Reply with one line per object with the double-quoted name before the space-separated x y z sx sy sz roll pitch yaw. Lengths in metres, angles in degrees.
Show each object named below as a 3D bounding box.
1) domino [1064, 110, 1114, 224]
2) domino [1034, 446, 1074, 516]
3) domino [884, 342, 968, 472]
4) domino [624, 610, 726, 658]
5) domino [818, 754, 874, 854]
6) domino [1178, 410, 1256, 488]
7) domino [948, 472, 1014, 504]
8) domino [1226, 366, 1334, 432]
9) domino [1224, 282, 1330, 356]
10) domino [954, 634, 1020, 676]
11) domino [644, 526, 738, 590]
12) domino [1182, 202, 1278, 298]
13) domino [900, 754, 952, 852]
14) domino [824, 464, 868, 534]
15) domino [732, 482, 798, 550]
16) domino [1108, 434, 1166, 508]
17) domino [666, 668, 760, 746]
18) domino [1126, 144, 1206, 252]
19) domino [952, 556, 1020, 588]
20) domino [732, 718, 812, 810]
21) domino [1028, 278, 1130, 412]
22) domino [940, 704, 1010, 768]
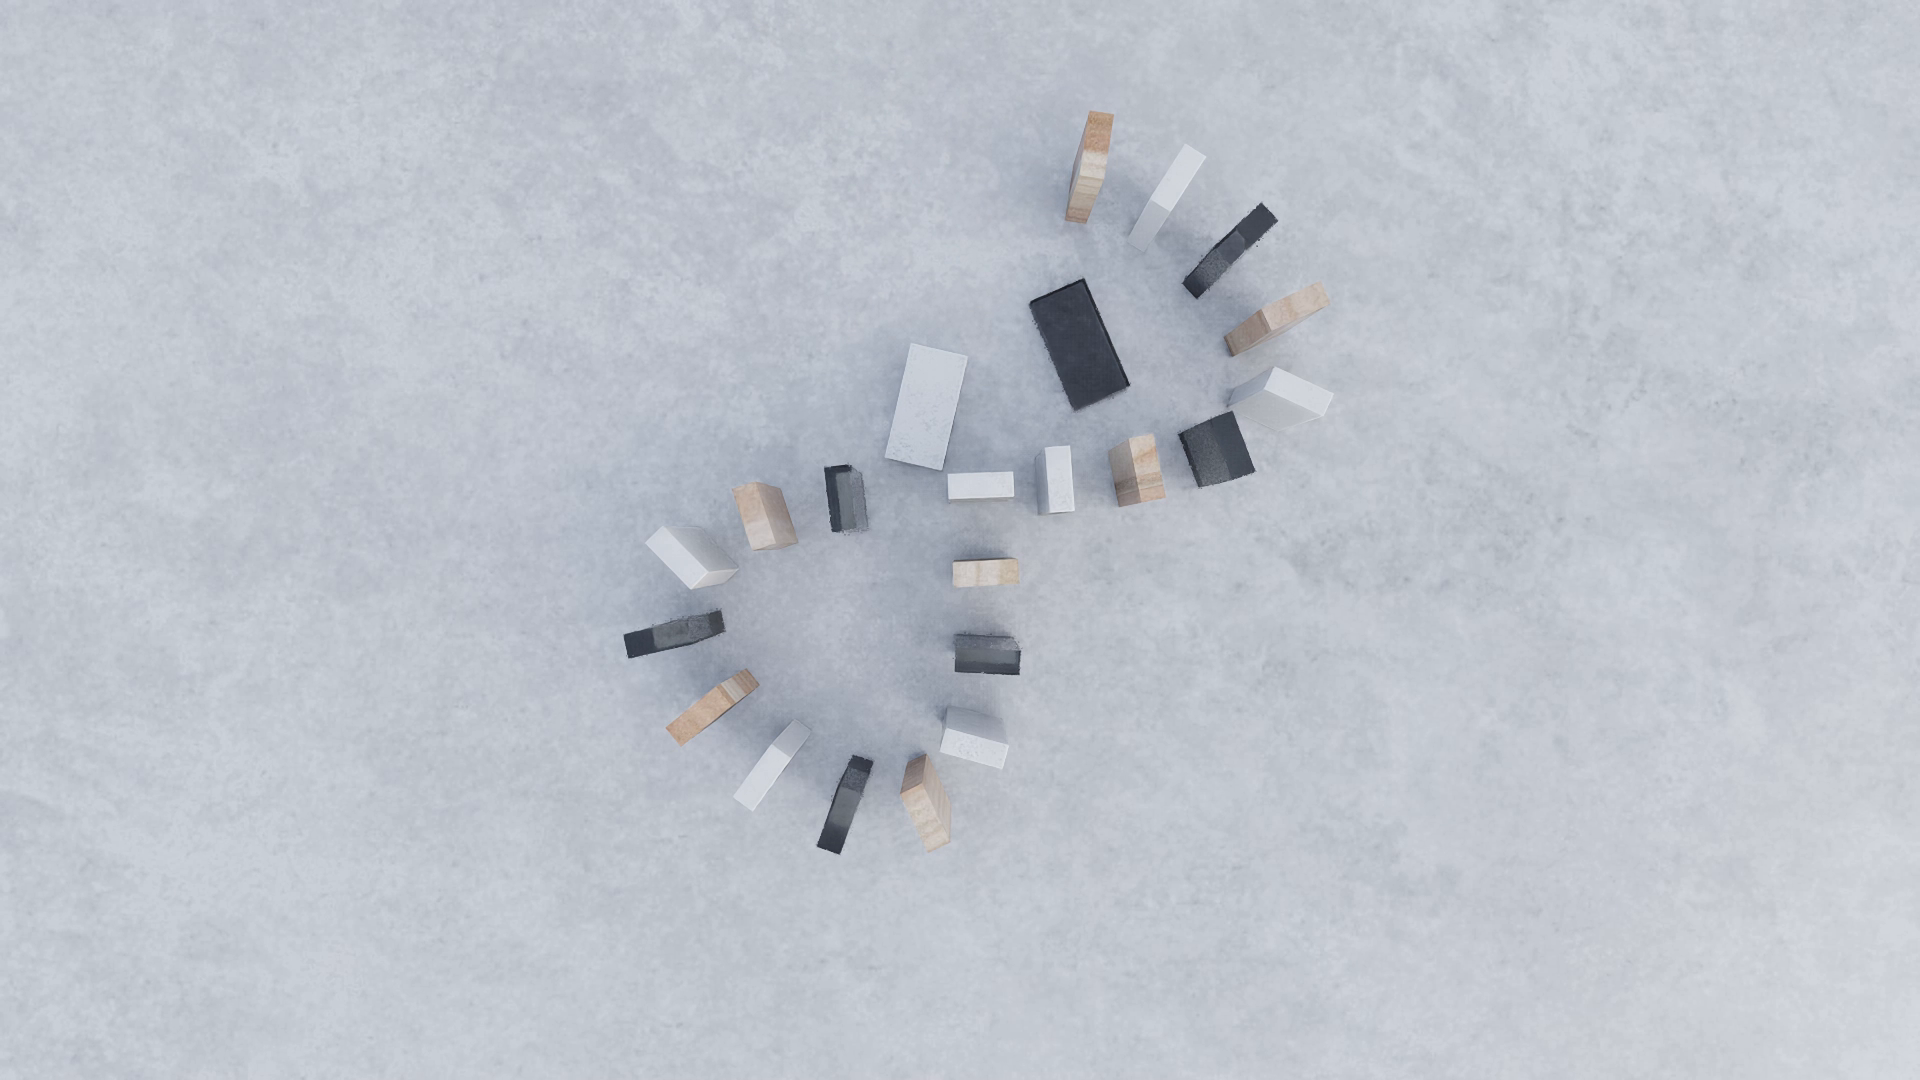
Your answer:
"domino" 0.052 -0.151 0.375 0.009 0.050 0.025 9 90 0
"domino" 0.038 -0.023 0.375 0.009 0.050 0.025 -4 90 0
"domino" -0.014 -0.057 0.395 0.025 0.009 0.050 13 90 0
"domino" -0.116 0.038 0.375 0.025 0.050 0.009 -13 90 0
"domino" -0.046 0.107 0.375 0.009 0.050 0.025 19 90 0
"domino" 0.104 -0.036 0.375 0.009 0.050 0.025 -21 90 0
"domino" 0.008 -0.021 0.375 0.025 0.050 0.009 -2 90 0
"domino" 0.130 -0.057 0.375 0.025 0.050 0.010 25 90 0
"domino" 0.128 -0.089 0.375 0.025 0.050 0.009 -25 90 0
"domino" 0.011 0.046 0.375 0.025 0.050 0.010 3 90 0
"domino" -0.108 0.007 0.375 0.009 0.050 0.025 -44 90 0
"domino" 0.109 -0.117 0.375 0.025 0.050 0.009 -43 90 0
"domino" -0.013 0.106 0.375 0.010 0.050 0.025 -26 90 0
"domino" -0.046 -0.016 0.375 0.009 0.050 0.025 -7 90 0
"domino" -0.079 -0.009 0.375 0.010 0.050 0.025 -18 90 0
"domino" 0.072 -0.027 0.375 0.009 0.050 0.025 -11 90 0
"domino" -0.100 0.068 0.375 0.025 0.050 0.010 -39 90 0
"domino" 0.083 -0.139 0.375 0.009 0.050 0.025 33 90 0
"domino" 0.010 0.013 0.375 0.025 0.050 0.009 -3 90 0
"domino" -0.076 0.091 0.375 0.009 0.050 0.025 36 90 0
"domino" 0.051 -0.084 0.395 0.025 0.010 0.050 -23 90 0
"domino" 0.005 0.080 0.375 0.025 0.050 0.010 15 90 0
